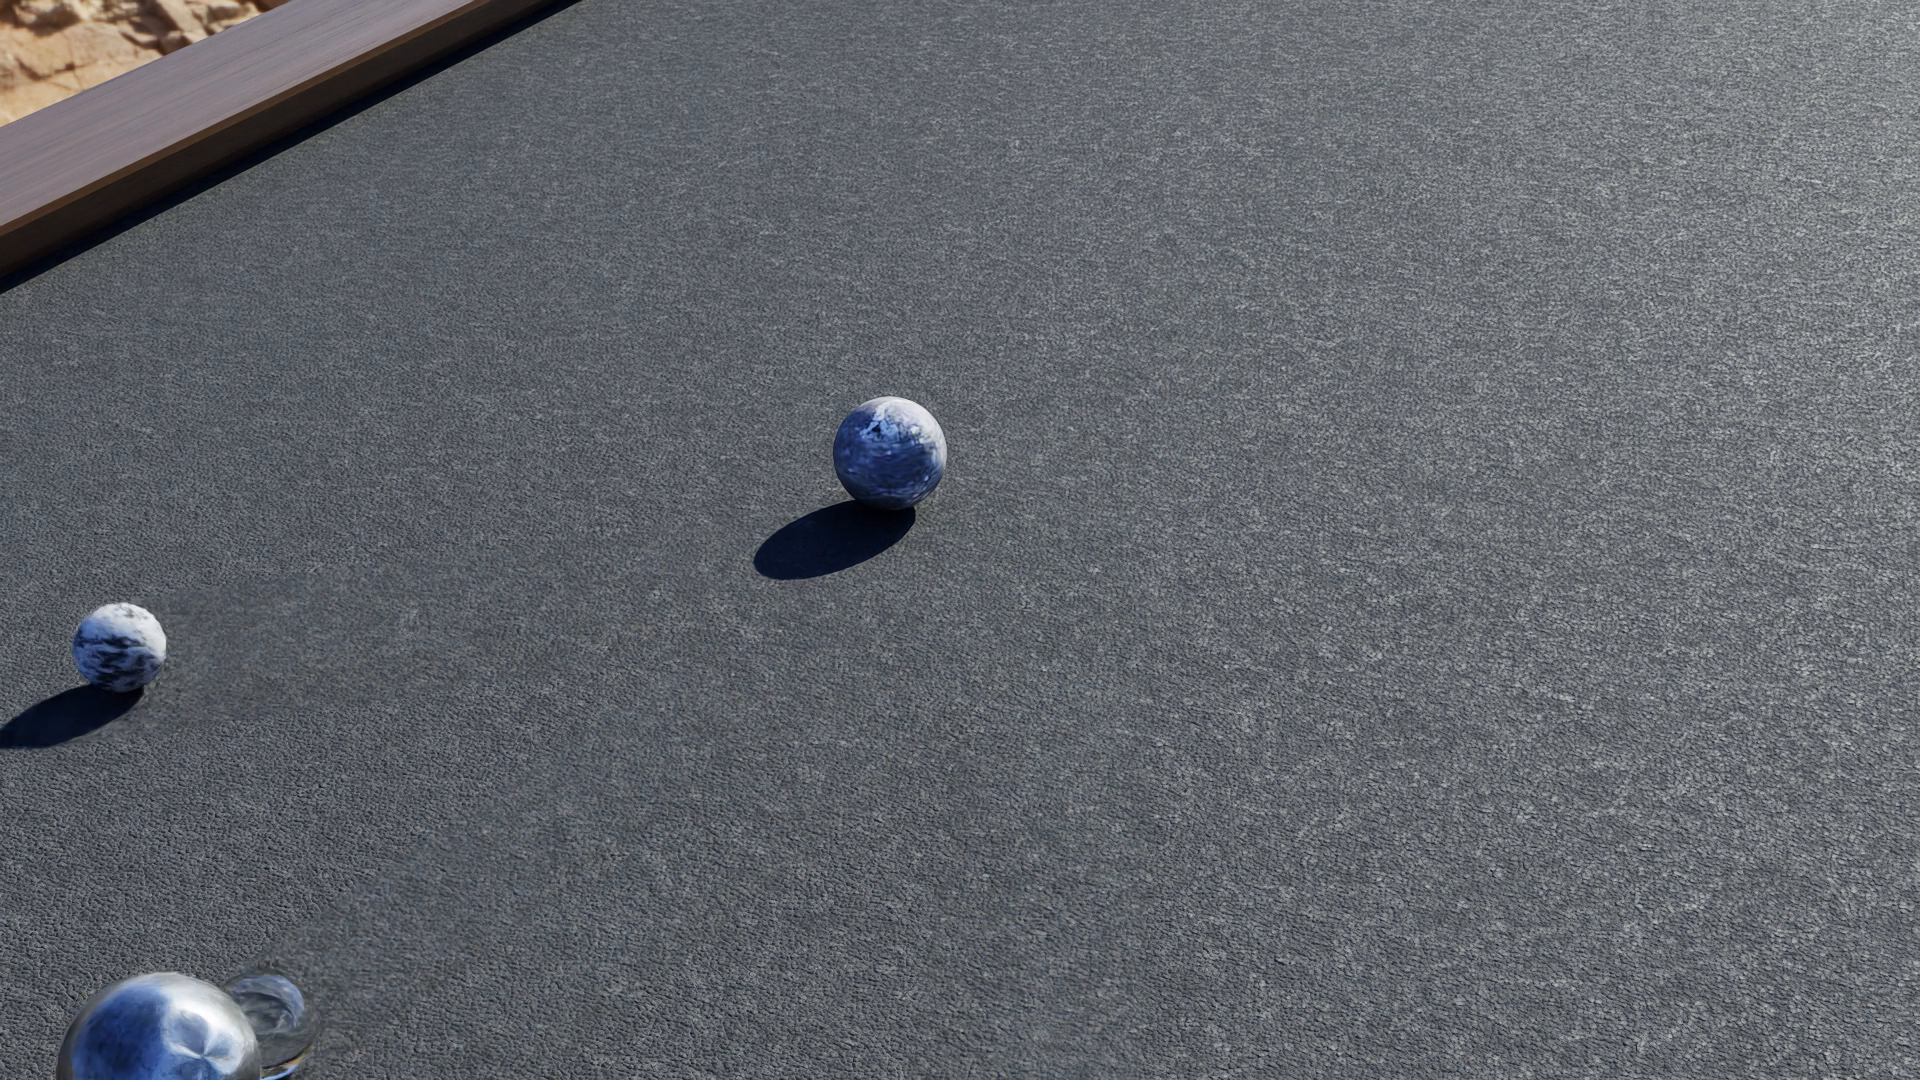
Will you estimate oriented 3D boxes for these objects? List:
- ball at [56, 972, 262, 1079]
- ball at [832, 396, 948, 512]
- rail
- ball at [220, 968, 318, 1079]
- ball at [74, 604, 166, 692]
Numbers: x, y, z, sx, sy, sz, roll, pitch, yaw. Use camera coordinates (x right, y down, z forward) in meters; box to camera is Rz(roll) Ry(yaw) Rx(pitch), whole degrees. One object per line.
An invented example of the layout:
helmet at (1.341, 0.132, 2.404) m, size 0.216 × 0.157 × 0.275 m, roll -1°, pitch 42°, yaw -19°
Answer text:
ball at (-0.356, 0.237, 1.309) m, size 0.088 × 0.088 × 0.088 m, roll 0°, pitch 26°, yaw 0°
ball at (-0.046, -0.057, 1.931) m, size 0.075 × 0.075 × 0.075 m, roll 0°, pitch 26°, yaw 0°
rail at (-0.513, -0.493, 2.786) m, size 0.045 × 0.115 × 3.176 m, roll 10°, pitch 28°, yaw 20°
ball at (-0.326, 0.227, 1.372) m, size 0.053 × 0.053 × 0.053 m, roll 0°, pitch 26°, yaw 0°
ball at (-0.488, 0.063, 1.712) m, size 0.052 × 0.052 × 0.052 m, roll 0°, pitch 26°, yaw 0°
